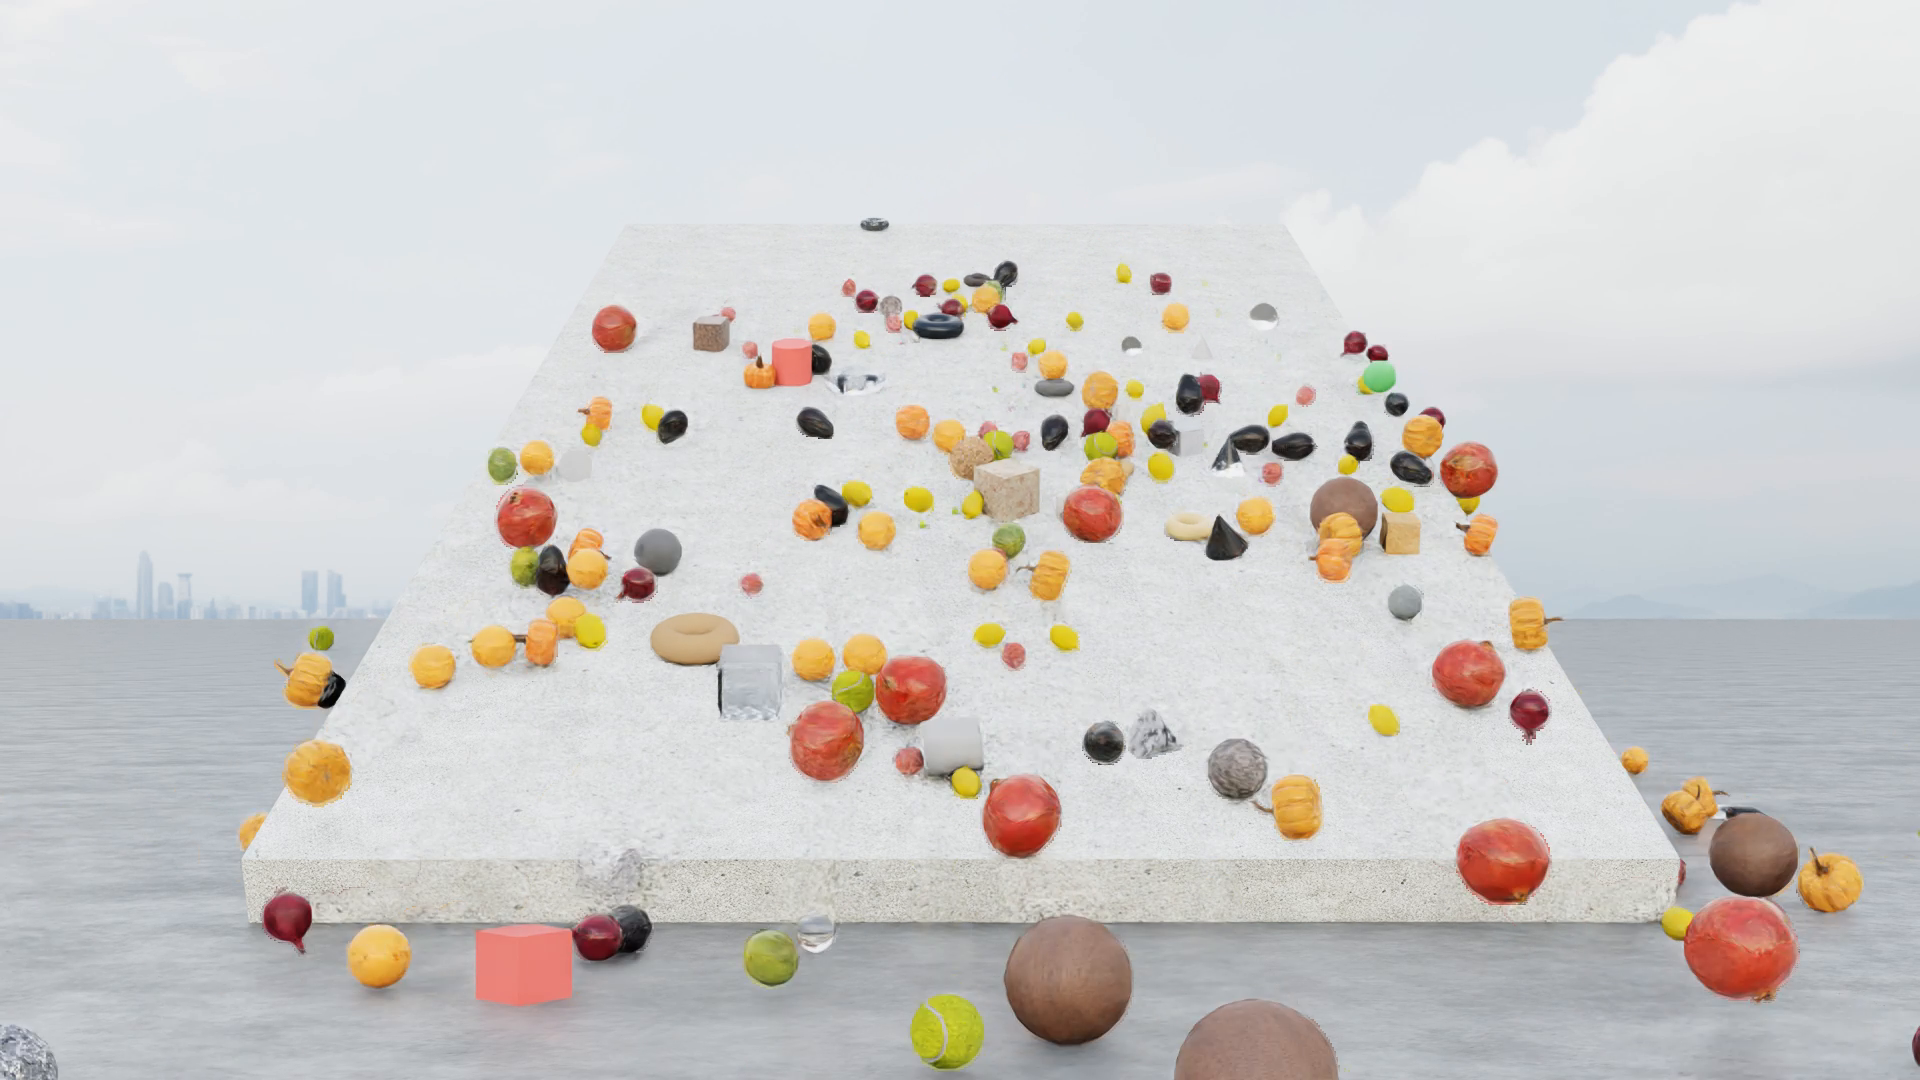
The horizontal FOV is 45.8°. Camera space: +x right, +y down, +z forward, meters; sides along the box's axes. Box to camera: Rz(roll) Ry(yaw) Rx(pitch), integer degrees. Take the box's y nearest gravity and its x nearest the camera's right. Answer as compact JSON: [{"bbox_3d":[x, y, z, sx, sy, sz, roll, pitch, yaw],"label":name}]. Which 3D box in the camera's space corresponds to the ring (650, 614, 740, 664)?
[{"bbox_3d":[-0.446,0.166,3.830,0.149,0.050,0.149,1,20,0],"label":"ring"}]

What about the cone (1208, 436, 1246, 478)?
[{"bbox_3d":[0.556,-0.180,4.713,0.080,0.080,0.080,0,21,0],"label":"cone"}]

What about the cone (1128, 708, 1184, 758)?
[{"bbox_3d":[0.313,0.306,3.479,0.077,0.077,0.077,20,-11,-28],"label":"cone"}]

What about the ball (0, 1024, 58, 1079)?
[{"bbox_3d":[-0.802,0.451,1.900,0.090,0.090,0.090,0,-2,0],"label":"ball"}]

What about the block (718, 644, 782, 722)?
[{"bbox_3d":[-0.332,0.227,3.605,0.093,0.093,0.093,0,21,0],"label":"block"}]

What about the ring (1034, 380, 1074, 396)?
[{"bbox_3d":[0.216,-0.350,5.233,0.091,0.030,0.091,-1,14,0],"label":"ring"}]

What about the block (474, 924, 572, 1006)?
[{"bbox_3d":[-0.492,0.479,2.566,0.076,0.076,0.076,-2,-2,40],"label":"block"}]

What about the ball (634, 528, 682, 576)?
[{"bbox_3d":[-0.552,0.021,4.162,0.086,0.086,0.086,0,-2,0],"label":"ball"}]

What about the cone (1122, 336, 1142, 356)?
[{"bbox_3d":[0.415,-0.468,5.565,0.050,0.050,0.050,0,-6,-6],"label":"cone"}]

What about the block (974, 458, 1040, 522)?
[{"bbox_3d":[0.093,-0.099,4.479,0.091,0.091,0.091,-16,26,-37],"label":"block"}]

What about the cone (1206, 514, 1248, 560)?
[{"bbox_3d":[0.489,-0.017,4.246,0.081,0.081,0.081,-12,32,8],"label":"cone"}]

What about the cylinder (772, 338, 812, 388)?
[{"bbox_3d":[-0.393,-0.415,5.320,0.092,0.092,0.092,0,21,0],"label":"cylinder"}]

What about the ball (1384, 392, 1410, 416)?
[{"bbox_3d":[0.976,-0.304,5.083,0.054,0.054,0.054,0,-2,0],"label":"ball"}]

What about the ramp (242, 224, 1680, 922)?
[{"bbox_3d":[-0.005,-0.211,5.051,2.000,0.100,4.000,0,21,0],"label":"ramp"}]

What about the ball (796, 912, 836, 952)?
[{"bbox_3d":[-0.185,0.503,2.913,0.050,0.050,0.050,0,-2,0],"label":"ball"}]

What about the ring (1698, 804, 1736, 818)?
[{"bbox_3d":[1.611,0.577,4.841,0.076,0.025,0.076,0,-1,0],"label":"ring"}]

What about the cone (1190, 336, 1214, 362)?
[{"bbox_3d":[0.588,-0.470,5.520,0.057,0.057,0.057,0,21,0],"label":"cone"}]

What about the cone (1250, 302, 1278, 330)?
[{"bbox_3d":[0.771,-0.561,5.799,0.072,0.072,0.072,0,-8,3],"label":"cone"}]

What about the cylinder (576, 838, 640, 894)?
[{"bbox_3d":[-0.476,0.441,3.077,0.062,0.062,0.062,11,3,23],"label":"cylinder"}]

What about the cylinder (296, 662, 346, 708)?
[{"bbox_3d":[-1.526,0.347,5.433,0.087,0.087,0.087,2,14,-43],"label":"cylinder"}]

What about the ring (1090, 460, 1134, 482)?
[{"bbox_3d":[0.312,-0.142,4.670,0.089,0.030,0.089,-9,15,2],"label":"ring"}]

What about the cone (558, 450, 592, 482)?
[{"bbox_3d":[-0.793,-0.148,4.692,0.066,0.066,0.066,0,-6,-6],"label":"cone"}]

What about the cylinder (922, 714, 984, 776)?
[{"bbox_3d":[-0.010,0.306,3.385,0.082,0.082,0.082,-7,-2,2],"label":"cylinder"}]

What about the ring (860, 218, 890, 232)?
[{"bbox_3d":[-0.257,-0.949,6.836,0.089,0.030,0.089,1,20,0],"label":"ring"}]

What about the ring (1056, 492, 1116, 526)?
[{"bbox_3d":[0.245,-0.061,4.453,0.117,0.039,0.117,1,21,0],"label":"ring"}]

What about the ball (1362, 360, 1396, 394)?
[{"bbox_3d":[0.938,-0.365,5.081,0.075,0.075,0.075,0,-2,0],"label":"ball"}]

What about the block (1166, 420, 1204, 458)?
[{"bbox_3d":[0.477,-0.214,4.836,0.058,0.058,0.058,-10,23,-26],"label":"block"}]

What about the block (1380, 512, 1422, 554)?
[{"bbox_3d":[0.831,-0.013,4.294,0.063,0.063,0.063,0,21,0],"label":"block"}]

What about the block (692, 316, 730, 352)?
[{"bbox_3d":[-0.612,-0.507,5.595,0.071,0.071,0.071,4,21,10],"label":"block"}]

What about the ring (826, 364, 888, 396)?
[{"bbox_3d":[-0.239,-0.370,5.266,0.143,0.048,0.143,0,19,0],"label":"ring"}]

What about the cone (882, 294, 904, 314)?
[{"bbox_3d":[-0.175,-0.601,5.909,0.059,0.059,0.059,0,-21,-3],"label":"cone"}]

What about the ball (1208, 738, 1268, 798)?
[{"bbox_3d":[0.406,0.334,3.328,0.088,0.088,0.088,0,-2,0],"label":"ball"}]

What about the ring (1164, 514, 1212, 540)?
[{"bbox_3d":[0.441,-0.025,4.367,0.094,0.031,0.094,2,23,-1],"label":"ring"}]

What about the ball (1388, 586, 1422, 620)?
[{"bbox_3d":[0.777,0.109,3.970,0.061,0.061,0.061,0,-2,0],"label":"ball"}]

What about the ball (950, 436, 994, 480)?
[{"bbox_3d":[0.024,-0.164,4.571,0.088,0.088,0.088,0,-2,0],"label":"ball"}]

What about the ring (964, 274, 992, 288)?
[{"bbox_3d":[0.048,-0.707,6.198,0.075,0.025,0.075,-1,22,0],"label":"ring"}]

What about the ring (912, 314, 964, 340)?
[{"bbox_3d":[-0.055,-0.537,5.717,0.131,0.044,0.131,1,20,0],"label":"ring"}]
